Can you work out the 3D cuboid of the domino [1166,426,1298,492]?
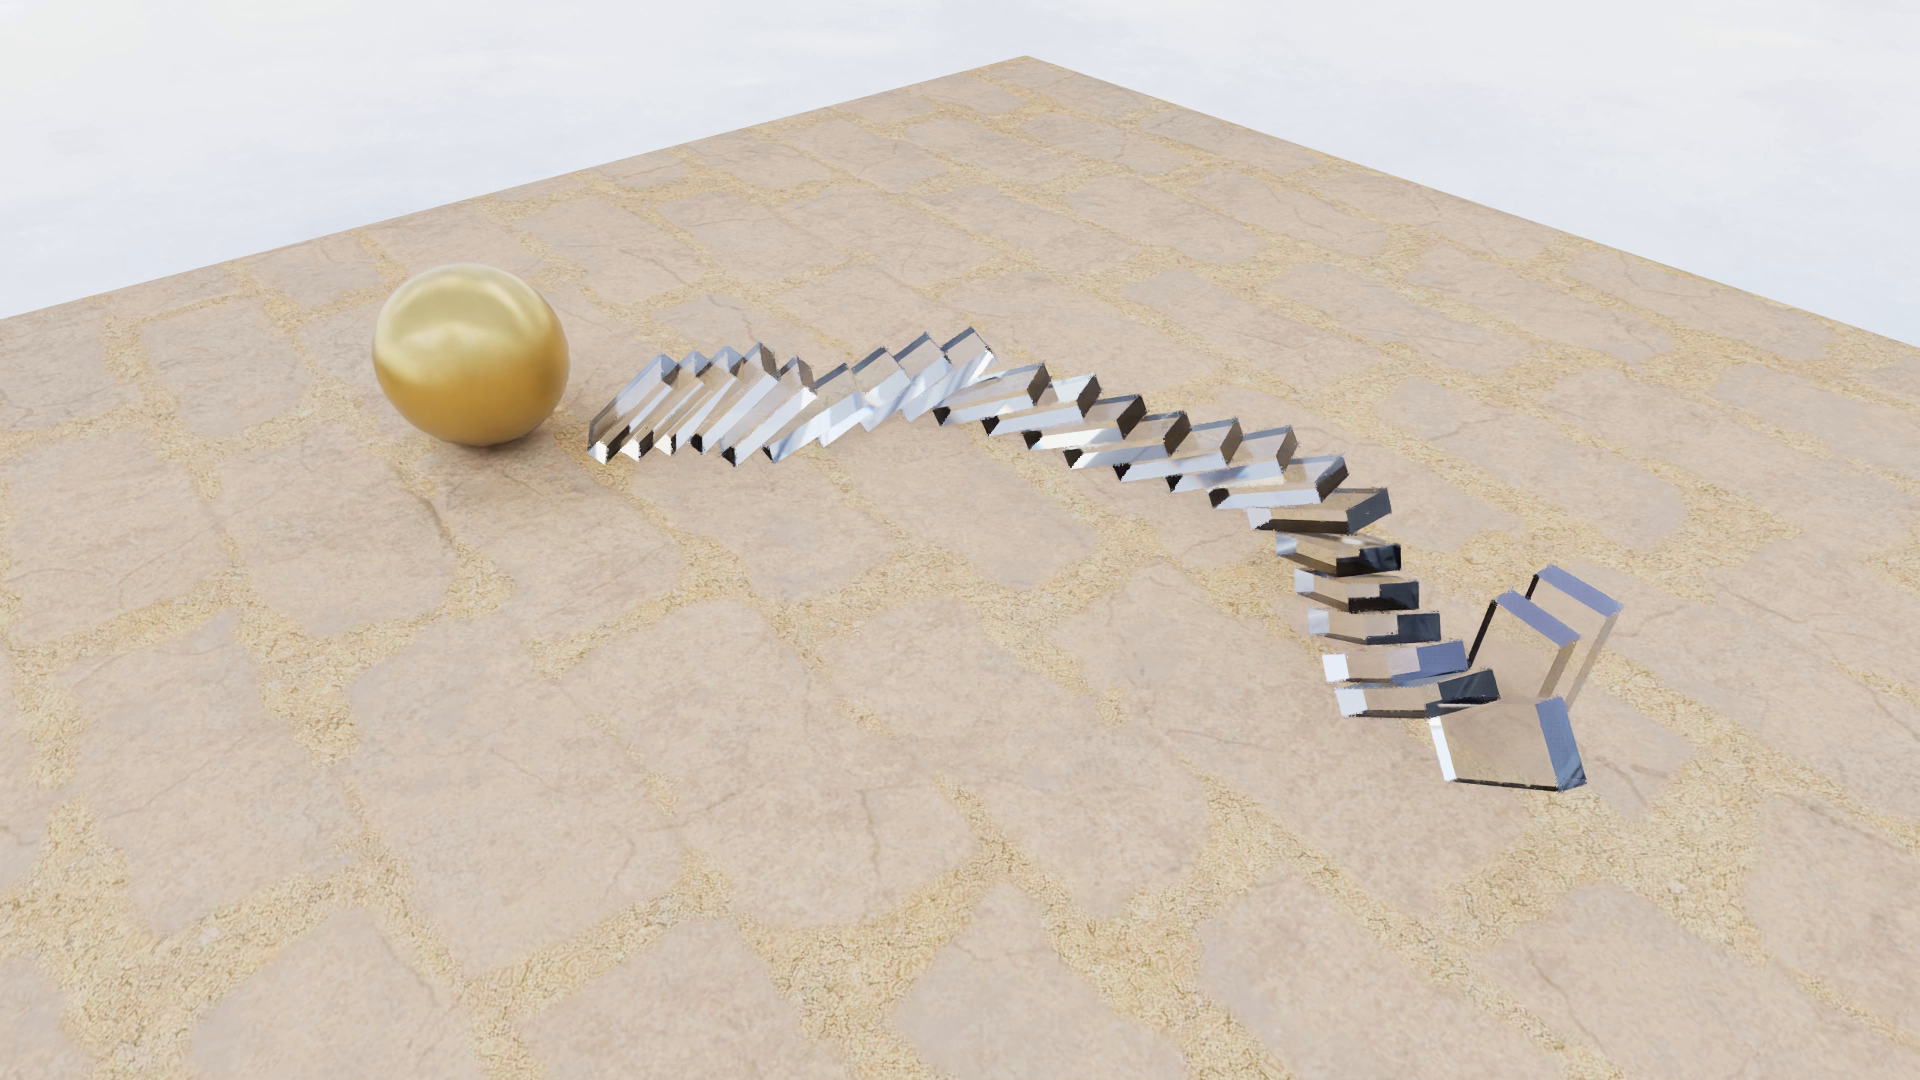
[{"bbox_3d":[0.115,-0.034,0.467,0.050,0.009,0.025,-8,29,38],"label":"domino"}]

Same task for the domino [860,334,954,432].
[{"bbox_3d":[-0.029,-0.074,0.515,0.050,0.010,0.025,-36,41,0],"label":"domino"}]

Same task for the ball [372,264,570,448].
[{"bbox_3d":[-0.215,-0.081,0.487,0.080,0.080,0.080,0,39,0],"label":"ball"}]

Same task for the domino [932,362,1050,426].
[{"bbox_3d":[0.014,-0.067,0.510,0.050,0.009,0.025,-8,32,31],"label":"domino"}]

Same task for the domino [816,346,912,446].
[{"bbox_3d":[-0.049,-0.067,0.506,0.050,0.009,0.025,-36,42,0],"label":"domino"}]

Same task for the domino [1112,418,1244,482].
[{"bbox_3d":[0.094,-0.038,0.473,0.050,0.010,0.025,-7,30,37],"label":"domino"}]

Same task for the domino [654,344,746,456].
[{"bbox_3d":[-0.118,-0.063,0.496,0.050,0.009,0.025,-40,37,18],"label":"domino"}]

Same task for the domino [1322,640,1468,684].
[{"bbox_3d":[0.144,0.041,0.367,0.025,0.050,0.009,-8,84,-5],"label":"domino"}]

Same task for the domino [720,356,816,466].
[{"bbox_3d":[-0.086,-0.058,0.490,0.050,0.010,0.025,-38,38,17],"label":"domino"}]

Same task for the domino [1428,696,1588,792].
[{"bbox_3d":[0.164,0.061,0.334,0.009,0.050,0.025,-12,84,-14],"label":"domino"}]

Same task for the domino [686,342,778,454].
[{"bbox_3d":[-0.104,-0.064,0.497,0.050,0.010,0.025,-40,37,17],"label":"domino"}]

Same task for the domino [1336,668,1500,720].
[{"bbox_3d":[0.146,0.050,0.355,0.025,0.050,0.010,-12,84,-12],"label":"domino"}]

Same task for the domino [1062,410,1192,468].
[{"bbox_3d":[0.073,-0.044,0.480,0.050,0.010,0.025,-4,30,40],"label":"domino"}]

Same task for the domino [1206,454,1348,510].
[{"bbox_3d":[0.131,-0.024,0.454,0.050,0.010,0.025,-2,26,48],"label":"domino"}]

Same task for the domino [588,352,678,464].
[{"bbox_3d":[-0.146,-0.059,0.491,0.050,0.010,0.025,-40,37,18],"label":"domino"}]

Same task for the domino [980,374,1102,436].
[{"bbox_3d":[0.037,-0.062,0.502,0.050,0.010,0.025,-7,31,34],"label":"domino"}]

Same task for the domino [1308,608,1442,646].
[{"bbox_3d":[0.143,0.029,0.384,0.025,0.010,0.050,-3,0,-3],"label":"domino"}]

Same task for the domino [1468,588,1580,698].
[{"bbox_3d":[0.179,0.043,0.359,0.009,0.050,0.025,-21,44,-24],"label":"domino"}]

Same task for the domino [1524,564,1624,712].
[{"bbox_3d":[0.198,0.035,0.369,0.009,0.050,0.025,-24,45,-27],"label":"domino"}]

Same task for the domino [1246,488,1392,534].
[{"bbox_3d":[0.142,-0.012,0.439,0.025,0.009,0.050,-24,15,-28],"label":"domino"}]

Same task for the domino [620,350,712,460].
[{"bbox_3d":[-0.132,-0.061,0.493,0.050,0.009,0.025,-40,37,18],"label":"domino"}]

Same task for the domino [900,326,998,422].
[{"bbox_3d":[-0.009,-0.079,0.521,0.050,0.010,0.025,-34,39,2],"label":"domino"}]

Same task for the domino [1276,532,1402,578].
[{"bbox_3d":[0.143,0.004,0.420,0.025,0.010,0.050,-6,10,-8],"label":"domino"}]

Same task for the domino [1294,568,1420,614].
[{"bbox_3d":[0.144,0.017,0.402,0.025,0.010,0.050,-3,6,-3],"label":"domino"}]

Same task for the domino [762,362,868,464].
[{"bbox_3d":[-0.068,-0.057,0.496,0.050,0.010,0.025,-31,42,6],"label":"domino"}]

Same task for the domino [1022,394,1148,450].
[{"bbox_3d":[0.055,-0.052,0.491,0.050,0.010,0.025,-3,31,40],"label":"domino"}]
